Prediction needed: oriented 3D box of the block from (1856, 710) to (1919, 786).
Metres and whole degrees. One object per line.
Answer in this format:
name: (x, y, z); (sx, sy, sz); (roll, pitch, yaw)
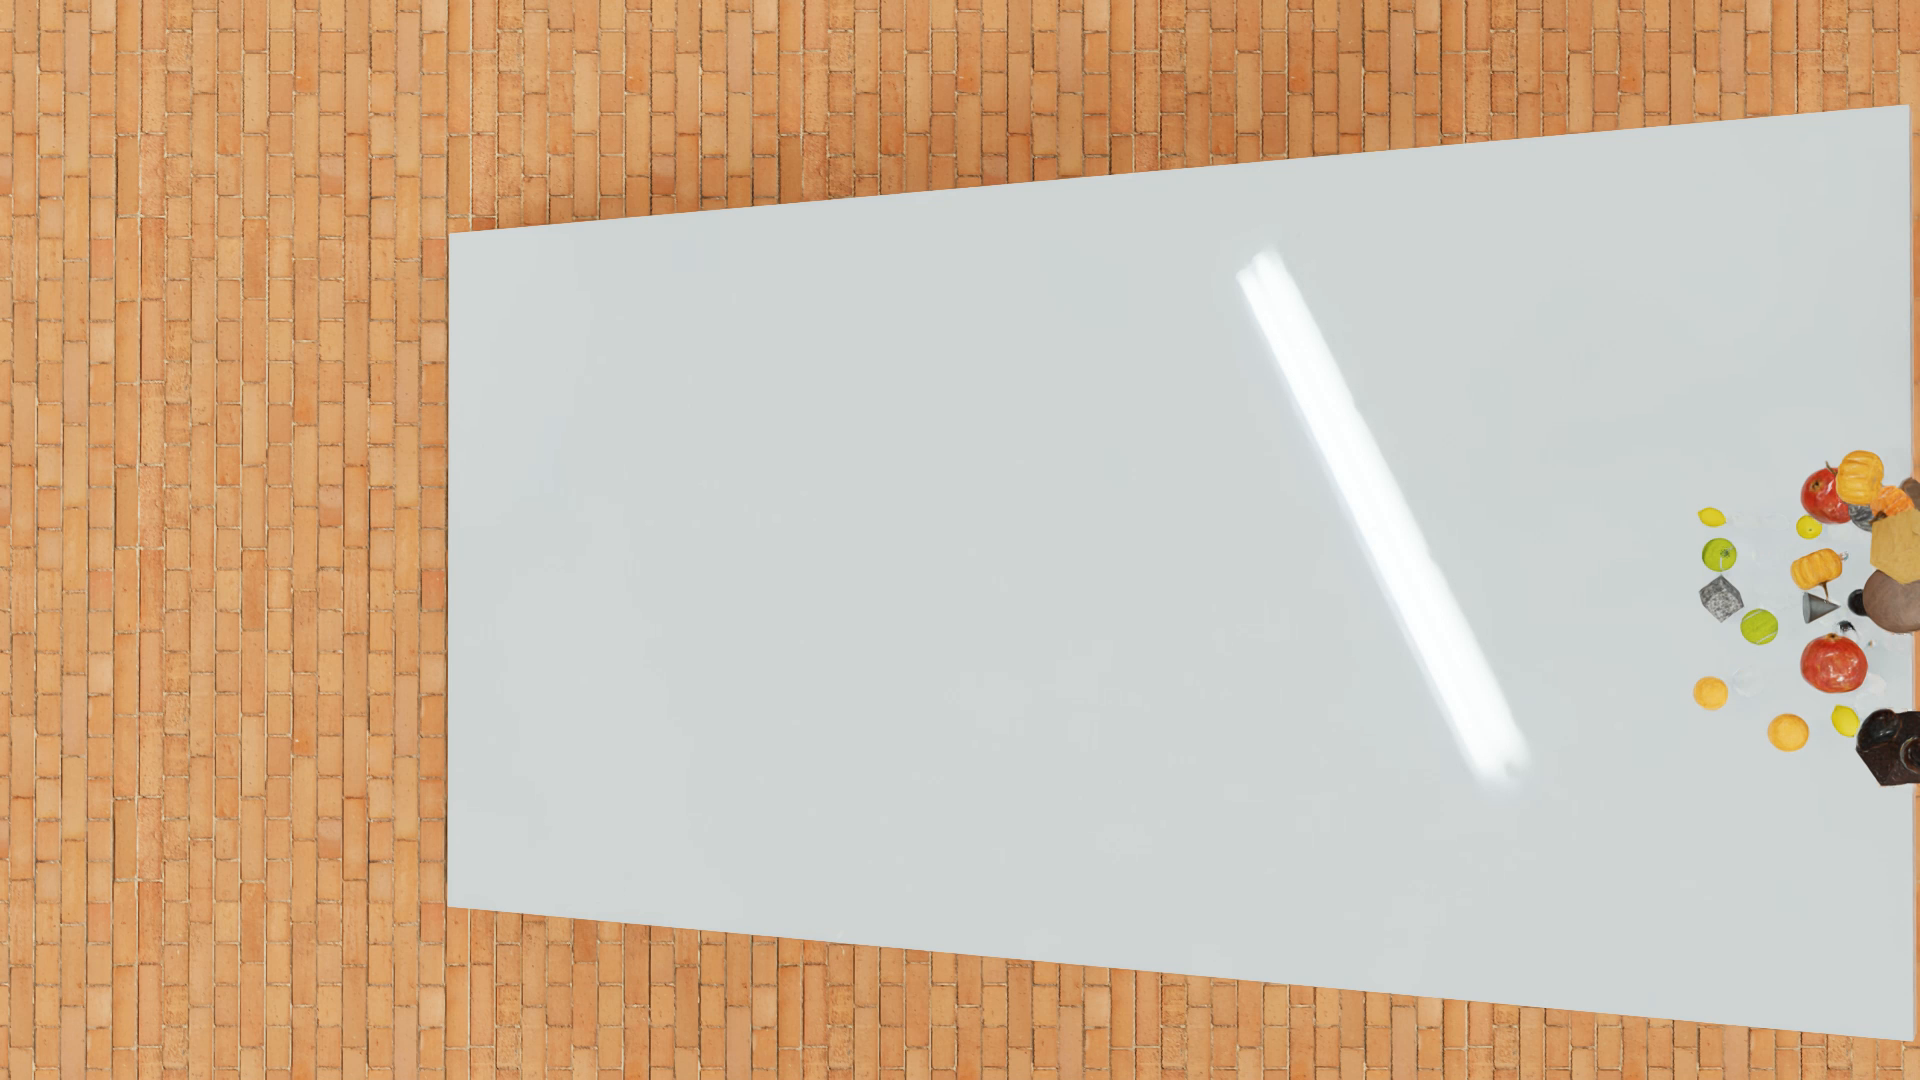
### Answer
block: (1.733, 0.385, 4.055); (0.093, 0.093, 0.093); (-3, 133, -16)

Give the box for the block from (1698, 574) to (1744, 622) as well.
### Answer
block: (1.557, 0.120, 4.498); (0.058, 0.058, 0.058); (41, 118, -13)

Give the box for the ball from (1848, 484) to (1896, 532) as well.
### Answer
ball: (1.630, -0.057, 3.919); (0.088, 0.088, 0.088); (0, 89, 0)

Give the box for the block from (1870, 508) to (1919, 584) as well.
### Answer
block: (1.574, 0.011, 3.650); (0.080, 0.080, 0.080); (29, 59, -20)

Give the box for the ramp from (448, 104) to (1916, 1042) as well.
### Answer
ramp: (0.278, 0.078, 5.658); (4.000, 0.100, 2.000); (0, 89, 27)

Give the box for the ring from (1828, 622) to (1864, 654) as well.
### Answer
ring: (1.872, 0.207, 4.647); (0.025, 0.076, 0.076); (-24, 89, -30)
